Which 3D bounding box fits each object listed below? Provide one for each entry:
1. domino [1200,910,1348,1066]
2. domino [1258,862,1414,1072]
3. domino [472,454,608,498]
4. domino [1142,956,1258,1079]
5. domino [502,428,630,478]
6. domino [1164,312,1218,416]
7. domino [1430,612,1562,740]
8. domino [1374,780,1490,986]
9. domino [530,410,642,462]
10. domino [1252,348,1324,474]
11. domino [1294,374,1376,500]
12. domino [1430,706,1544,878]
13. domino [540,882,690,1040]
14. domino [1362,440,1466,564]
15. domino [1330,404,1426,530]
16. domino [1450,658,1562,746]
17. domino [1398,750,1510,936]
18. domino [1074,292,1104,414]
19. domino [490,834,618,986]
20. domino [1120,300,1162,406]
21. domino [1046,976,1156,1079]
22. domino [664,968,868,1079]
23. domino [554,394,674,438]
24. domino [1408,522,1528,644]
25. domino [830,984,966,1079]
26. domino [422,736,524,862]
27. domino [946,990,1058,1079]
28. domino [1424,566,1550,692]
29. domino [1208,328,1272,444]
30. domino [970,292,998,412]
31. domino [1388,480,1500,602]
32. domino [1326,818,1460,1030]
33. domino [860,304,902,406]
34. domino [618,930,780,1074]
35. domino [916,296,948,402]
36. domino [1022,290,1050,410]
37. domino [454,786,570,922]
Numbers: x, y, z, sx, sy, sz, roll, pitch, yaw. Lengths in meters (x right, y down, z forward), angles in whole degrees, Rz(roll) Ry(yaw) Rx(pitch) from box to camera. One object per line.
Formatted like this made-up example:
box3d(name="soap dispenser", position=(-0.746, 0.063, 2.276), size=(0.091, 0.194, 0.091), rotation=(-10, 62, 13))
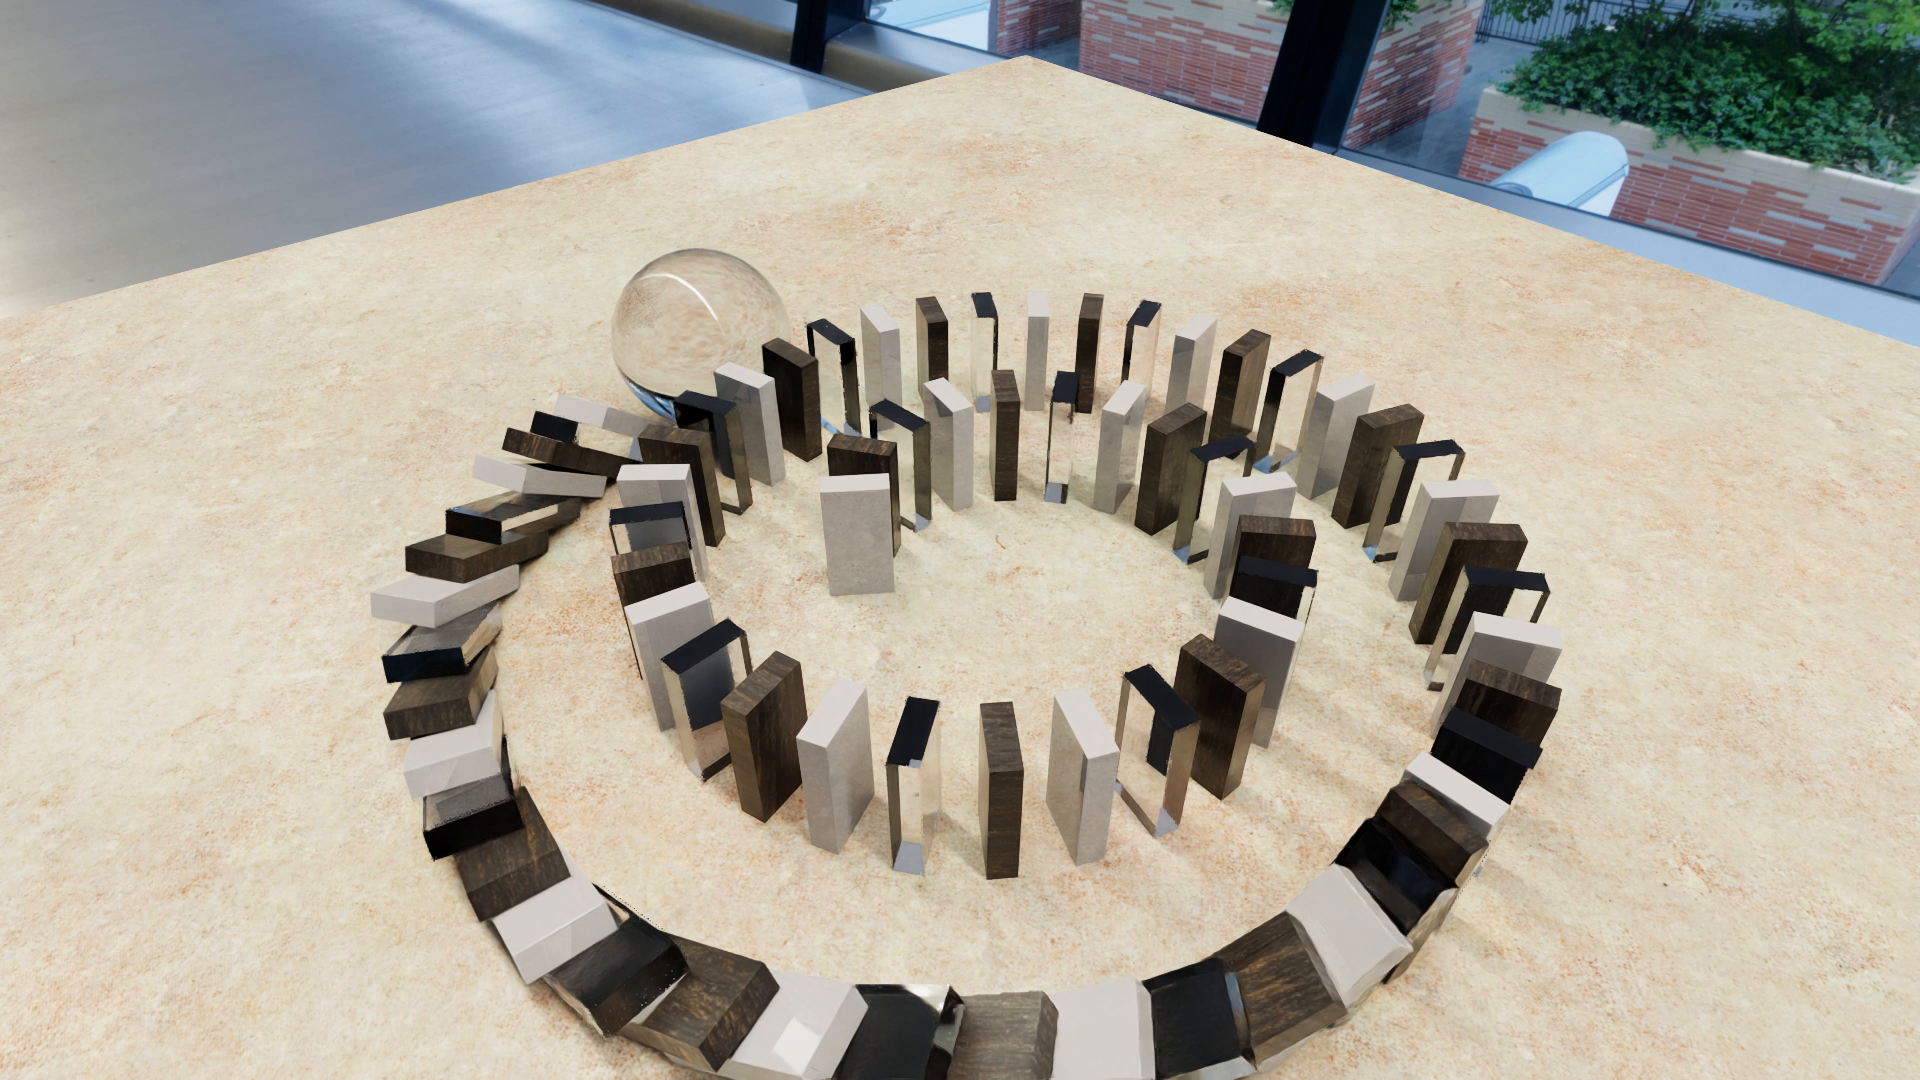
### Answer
box3d(name="domino", position=(0.068, 0.118, 0.277), size=(0.050, 0.009, 0.025), rotation=(-38, 39, 15))
box3d(name="domino", position=(0.088, 0.110, 0.283), size=(0.010, 0.050, 0.025), rotation=(29, 19, -41))
box3d(name="domino", position=(-0.172, -0.026, 0.453), size=(0.025, 0.009, 0.050), rotation=(16, 5, 18))
box3d(name="domino", position=(0.046, 0.124, 0.272), size=(0.050, 0.010, 0.025), rotation=(-27, 35, 19))
box3d(name="domino", position=(-0.165, -0.036, 0.463), size=(0.025, 0.010, 0.050), rotation=(16, 1, 18))
box3d(name="domino", position=(0.105, -0.076, 0.504), size=(0.009, 0.050, 0.025), rotation=(23, 44, 25))
box3d(name="domino", position=(0.172, 0.047, 0.354), size=(0.025, 0.050, 0.009), rotation=(12, 41, 14))
box3d(name="domino", position=(0.118, 0.093, 0.298), size=(0.009, 0.050, 0.025), rotation=(-8, 36, -37))
box3d(name="domino", position=(-0.157, -0.044, 0.473), size=(0.025, 0.010, 0.050), rotation=(16, 1, 18))
box3d(name="domino", position=(0.142, -0.055, 0.479), size=(0.025, 0.050, 0.009), rotation=(-30, 48, -31))
box3d(name="domino", position=(0.158, -0.043, 0.464), size=(0.025, 0.050, 0.010), rotation=(-23, 45, -26))
box3d(name="domino", position=(0.148, 0.074, 0.321), size=(0.025, 0.050, 0.009), rotation=(27, 47, 29))
box3d(name="domino", position=(-0.096, 0.111, 0.293), size=(0.025, 0.010, 0.050), rotation=(-35, 27, -34))
box3d(name="domino", position=(0.176, -0.015, 0.429), size=(0.025, 0.050, 0.010), rotation=(-7, 40, -9))
box3d(name="domino", position=(0.169, -0.030, 0.448), size=(0.025, 0.050, 0.010), rotation=(-15, 42, -17))
box3d(name="domino", position=(0.162, 0.061, 0.337), size=(0.025, 0.050, 0.010), rotation=(20, 43, 23))
box3d(name="domino", position=(0.131, 0.085, 0.307), size=(0.009, 0.050, 0.025), rotation=(-29, 47, -33))
box3d(name="domino", position=(0.060, -0.088, 0.519), size=(0.009, 0.050, 0.025), rotation=(7, 40, 8))
box3d(name="domino", position=(-0.116, 0.101, 0.305), size=(0.025, 0.010, 0.050), rotation=(-27, 22, -29))
box3d(name="domino", position=(0.084, -0.083, 0.513), size=(0.009, 0.050, 0.025), rotation=(16, 42, 18))
box3d(name="domino", position=(0.022, 0.126, 0.271), size=(0.050, 0.010, 0.025), rotation=(-21, 34, 21))
box3d(name="domino", position=(-0.050, 0.122, 0.278), size=(0.050, 0.010, 0.025), rotation=(-6, 32, 34))
box3d(name="domino", position=(-0.151, -0.052, 0.483), size=(0.025, 0.009, 0.050), rotation=(16, 1, 18))
box3d(name="domino", position=(0.180, 0.016, 0.391), size=(0.025, 0.050, 0.010), rotation=(2, 39, 2))
box3d(name="domino", position=(-0.026, 0.125, 0.275), size=(0.050, 0.009, 0.025), rotation=(-12, 33, 27))
box3d(name="domino", position=(-0.148, 0.077, 0.334), size=(0.025, 0.010, 0.050), rotation=(-18, 19, -21))
box3d(name="domino", position=(-0.002, 0.127, 0.271), size=(0.050, 0.009, 0.025), rotation=(-15, 33, 25))
box3d(name="domino", position=(0.177, 0.032, 0.373), size=(0.025, 0.050, 0.009), rotation=(6, 40, 7))
box3d(name="domino", position=(0.125, -0.066, 0.492), size=(0.009, 0.050, 0.025), rotation=(29, 47, 30))
box3d(name="domino", position=(0.011, -0.088, 0.519), size=(0.010, 0.050, 0.025), rotation=(-4, 40, -5))
box3d(name="domino", position=(0.180, 0.001, 0.410), size=(0.025, 0.050, 0.010), rotation=(-2, 39, -3))
box3d(name="domino", position=(0.105, 0.101, 0.290), size=(0.010, 0.050, 0.025), rotation=(11, 26, -43))
box3d(name="domino", position=(-0.036, -0.080, 0.510), size=(0.009, 0.050, 0.025), rotation=(-16, 42, -18))
box3d(name="domino", position=(-0.073, 0.117, 0.284), size=(0.050, 0.010, 0.025), rotation=(-2, 32, 38))
box3d(name="domino", position=(-0.013, -0.086, 0.516), size=(0.009, 0.050, 0.025), rotation=(-9, 40, -11))
box3d(name="domino", position=(0.036, -0.089, 0.520), size=(0.009, 0.050, 0.025), rotation=(1, 39, 1))
box3d(name="domino", position=(-0.132, 0.089, 0.319), size=(0.025, 0.010, 0.050), rotation=(-24, 21, -26))
